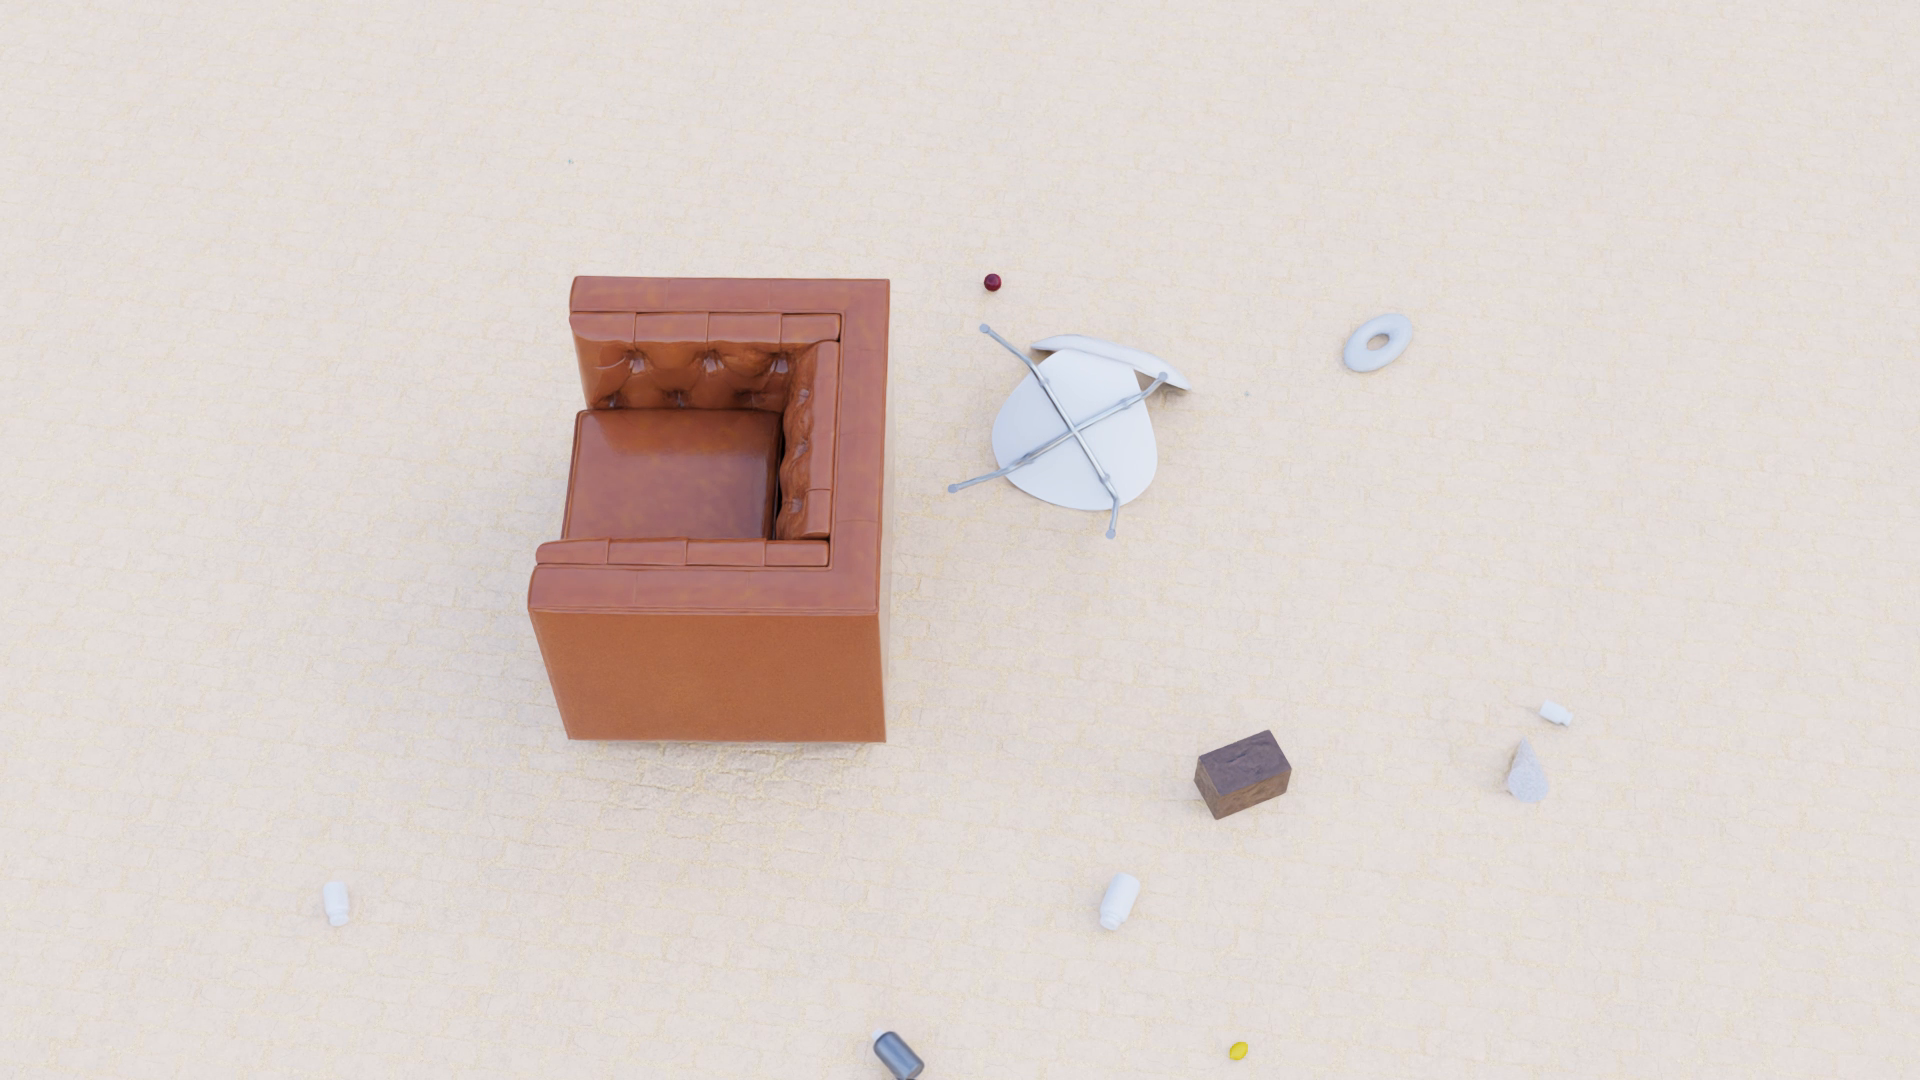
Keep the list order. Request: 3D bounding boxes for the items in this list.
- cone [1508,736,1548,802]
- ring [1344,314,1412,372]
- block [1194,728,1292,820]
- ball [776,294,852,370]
[{"bbox_3d":[1.577,0.611,6.126,0.104,0.140,0.201,-14,33,20],"label":"cone"},{"bbox_3d":[1.324,-0.627,6.965,0.283,0.050,0.161,-39,63,-22],"label":"ring"},{"bbox_3d":[0.778,0.646,6.054,0.218,0.143,0.135,-20,58,-13],"label":"block"},{"bbox_3d":[-0.455,-0.650,6.869,0.234,0.234,0.234,0,56,0],"label":"ball"}]
